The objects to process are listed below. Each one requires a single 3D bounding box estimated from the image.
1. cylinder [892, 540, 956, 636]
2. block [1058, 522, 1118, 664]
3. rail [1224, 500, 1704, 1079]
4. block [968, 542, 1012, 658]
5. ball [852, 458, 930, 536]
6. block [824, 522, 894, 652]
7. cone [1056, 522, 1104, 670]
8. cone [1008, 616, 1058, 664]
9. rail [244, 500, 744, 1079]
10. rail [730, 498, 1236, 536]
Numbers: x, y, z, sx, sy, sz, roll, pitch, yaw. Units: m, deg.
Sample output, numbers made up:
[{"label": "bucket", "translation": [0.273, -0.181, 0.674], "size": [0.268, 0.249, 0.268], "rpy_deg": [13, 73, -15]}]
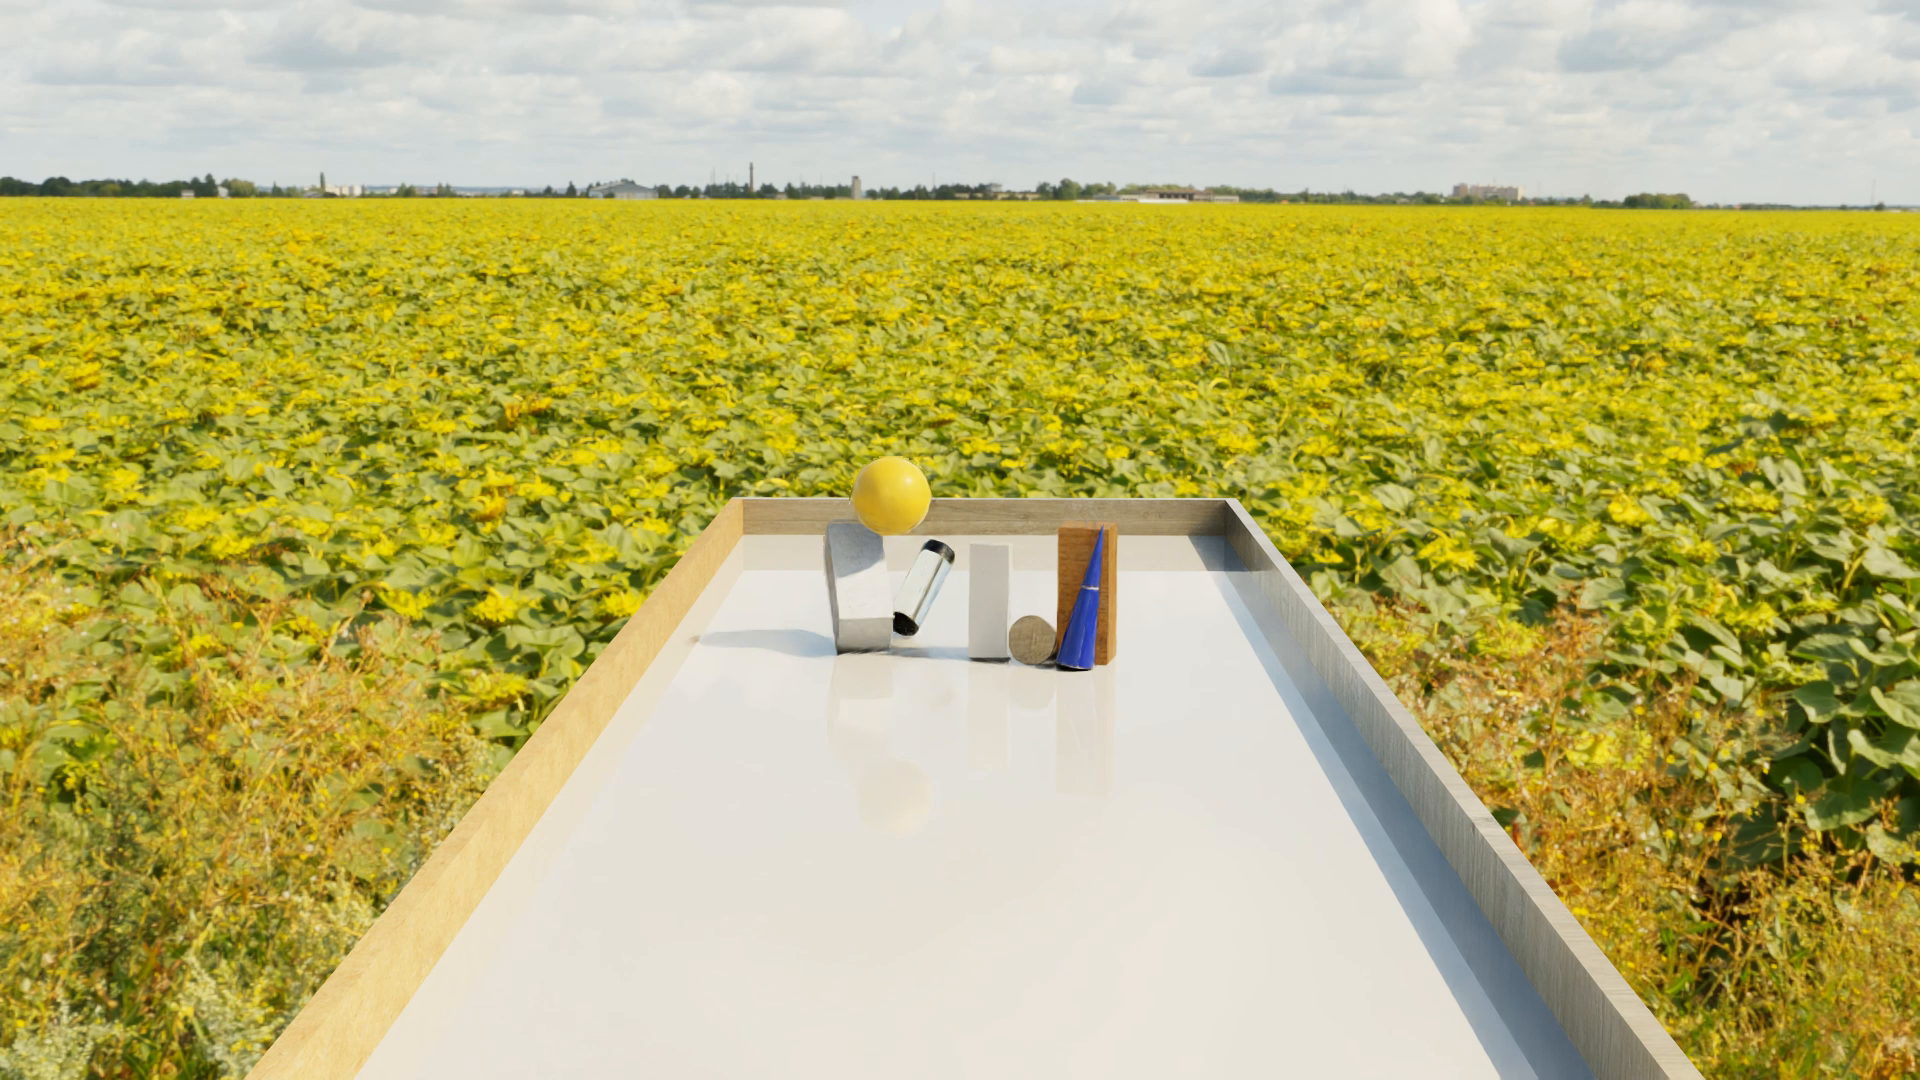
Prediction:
[{"label": "cylinder", "translation": [-0.127, 0.155, 7.119], "size": [0.116, 0.116, 0.319], "rpy_deg": [5, 48, 28]}, {"label": "block", "translation": [0.388, 0.158, 6.691], "size": [0.155, 0.410, 0.155], "rpy_deg": [2, 8, 13]}, {"label": "rail", "translation": [1.046, 0.843, 3.208], "size": [0.050, 0.150, 12.000], "rpy_deg": [0, 9, 1]}, {"label": "block", "translation": [0.093, 0.183, 6.722], "size": [0.119, 0.344, 0.119], "rpy_deg": [1, 3, 7]}, {"label": "ball", "translation": [-0.213, -0.133, 6.809], "size": [0.246, 0.246, 0.246], "rpy_deg": [0, 9, 0]}, {"label": "block", "translation": [-0.319, 0.146, 6.884], "size": [0.166, 0.166, 0.384], "rpy_deg": [-2, 50, -10]}, {"label": "cone", "translation": [0.385, 0.156, 6.557], "size": [0.116, 0.446, 0.116], "rpy_deg": [11, 7, -1]}, {"label": "cone", "translation": [0.284, 0.312, 6.804], "size": [0.150, 0.150, 0.370], "rpy_deg": [4, -2, 22]}, {"label": "rail", "translation": [-1.004, 0.839, 3.234], "size": [0.050, 0.150, 12.000], "rpy_deg": [0, 9, 1]}, {"label": "rail", "translation": [0.099, -0.098, 9.147], "size": [2.100, 0.150, 0.050], "rpy_deg": [0, 9, 1]}]
